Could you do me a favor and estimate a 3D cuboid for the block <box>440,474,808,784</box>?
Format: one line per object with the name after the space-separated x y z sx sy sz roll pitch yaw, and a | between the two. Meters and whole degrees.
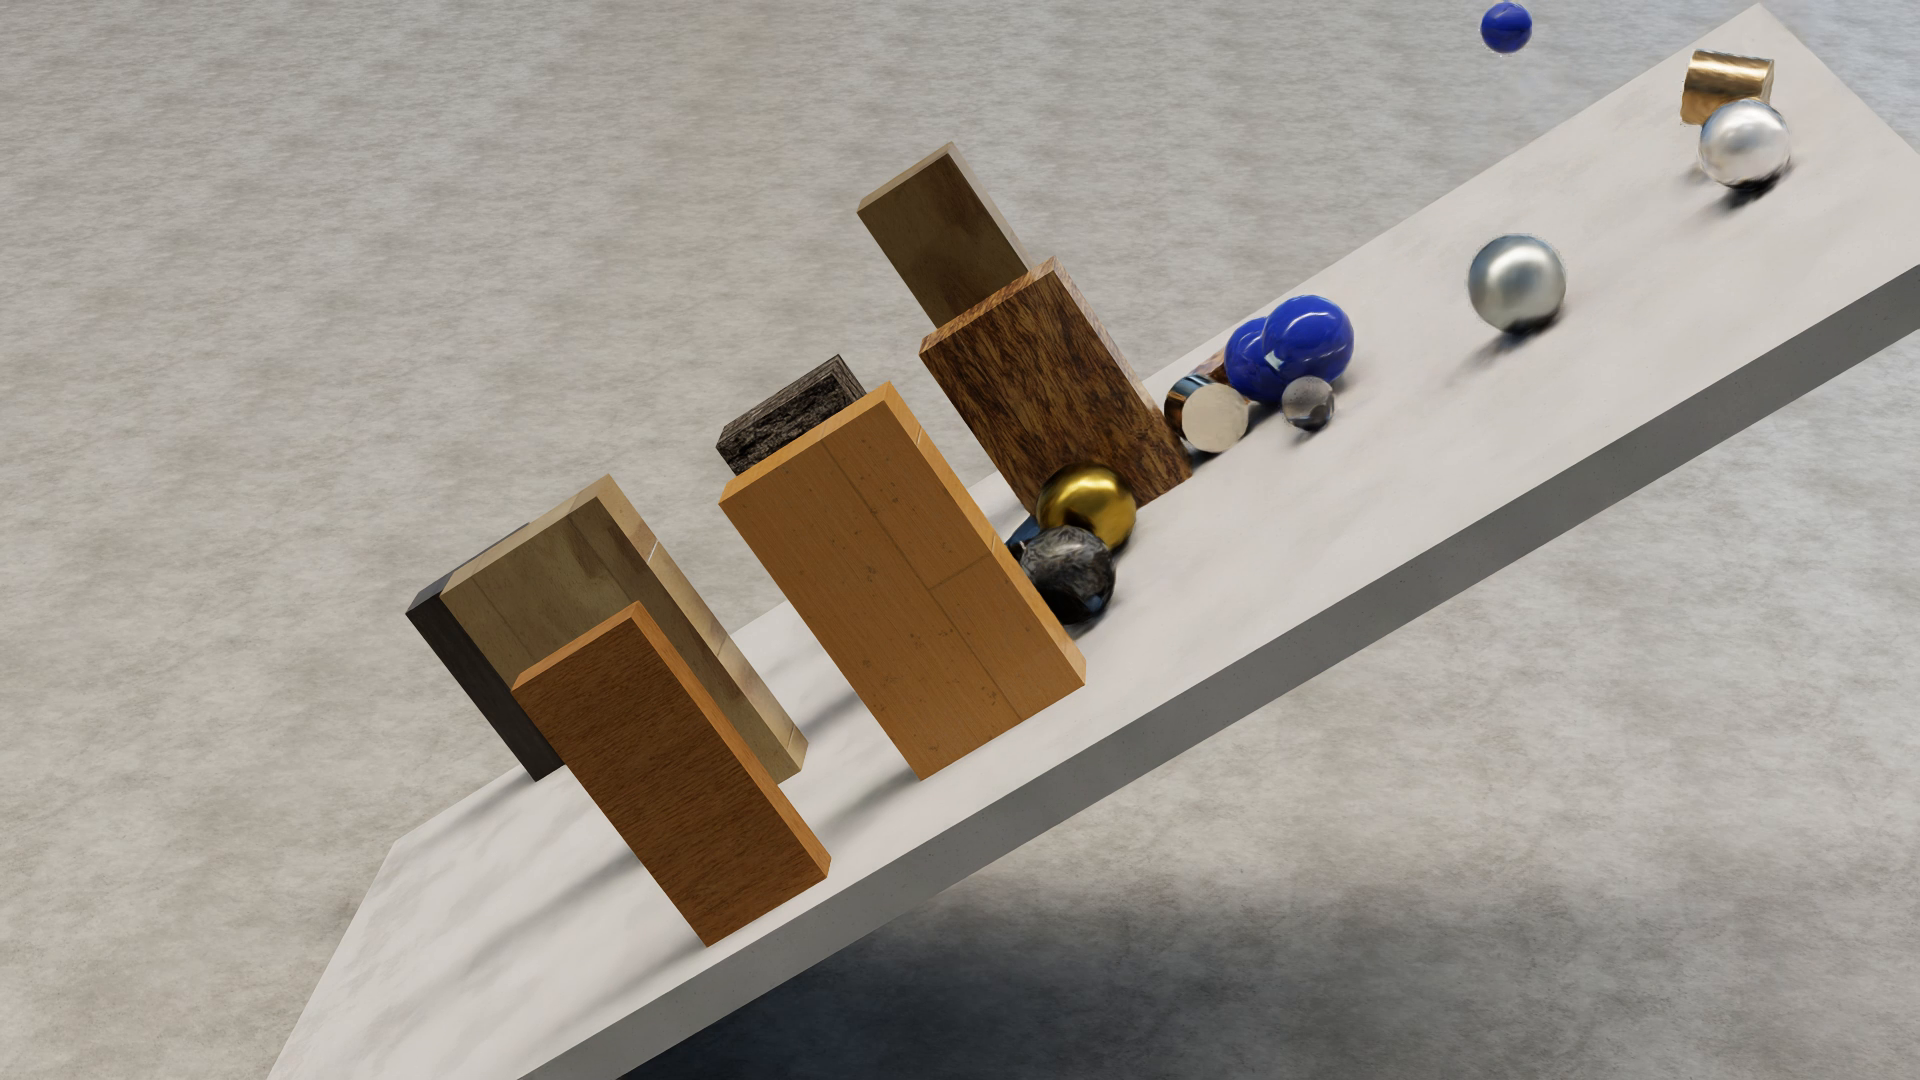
-0.701 0.276 6.193 0.409 0.728 0.141 -31 16 14 | block

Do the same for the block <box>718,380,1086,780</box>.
-0.104 0.083 5.595 0.377 0.676 0.119 -31 16 14 | block

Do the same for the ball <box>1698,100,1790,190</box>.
1.508 -0.761 5.658 0.173 0.173 0.173 0 21 0 | ball

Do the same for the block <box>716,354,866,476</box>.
-0.200 -0.036 6.212 0.296 0.649 0.139 -31 16 14 | block

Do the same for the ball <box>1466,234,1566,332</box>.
1.087 -0.502 5.746 0.192 0.192 0.192 0 21 0 | ball

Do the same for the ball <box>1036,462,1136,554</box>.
0.263 -0.060 6.129 0.209 0.209 0.209 0 21 0 | ball

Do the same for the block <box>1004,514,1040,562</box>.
0.184 0.017 6.256 0.114 0.114 0.114 -18 23 48 | block

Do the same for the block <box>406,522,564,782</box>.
-1.065 0.281 7.320 0.347 0.540 0.145 -31 16 14 | block

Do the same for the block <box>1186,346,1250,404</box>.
0.587 -0.348 6.512 0.107 0.107 0.107 -37 15 -4 | block

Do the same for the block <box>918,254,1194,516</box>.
0.208 -0.285 6.298 0.342 0.542 0.122 -31 16 14 | block

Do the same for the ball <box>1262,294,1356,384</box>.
0.727 -0.415 6.148 0.195 0.195 0.195 0 21 0 | ball

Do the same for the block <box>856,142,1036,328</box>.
0.097 -0.502 6.704 0.249 0.797 0.121 -31 16 14 | block

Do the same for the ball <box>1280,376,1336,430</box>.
0.714 -0.281 6.025 0.113 0.113 0.113 0 21 0 | ball

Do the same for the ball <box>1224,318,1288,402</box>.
0.659 -0.387 6.327 0.184 0.184 0.184 0 21 0 | ball

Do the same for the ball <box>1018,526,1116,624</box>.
0.213 0.070 5.874 0.198 0.198 0.198 0 21 0 | ball

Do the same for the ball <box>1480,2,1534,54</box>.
1.137 -1.065 6.117 0.108 0.108 0.108 0 21 0 | ball

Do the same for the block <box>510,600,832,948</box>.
-0.539 0.444 5.527 0.280 0.629 0.084 -31 16 14 | block

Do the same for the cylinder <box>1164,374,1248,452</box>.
0.530 -0.274 6.331 0.149 0.149 0.149 -4 12 -10 | cylinder

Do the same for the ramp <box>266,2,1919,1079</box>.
0.138 0.172 6.299 4.000 0.100 2.000 -31 16 14 | ramp

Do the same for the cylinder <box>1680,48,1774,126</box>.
1.536 -0.897 5.885 0.150 0.150 0.150 13 24 21 | cylinder
